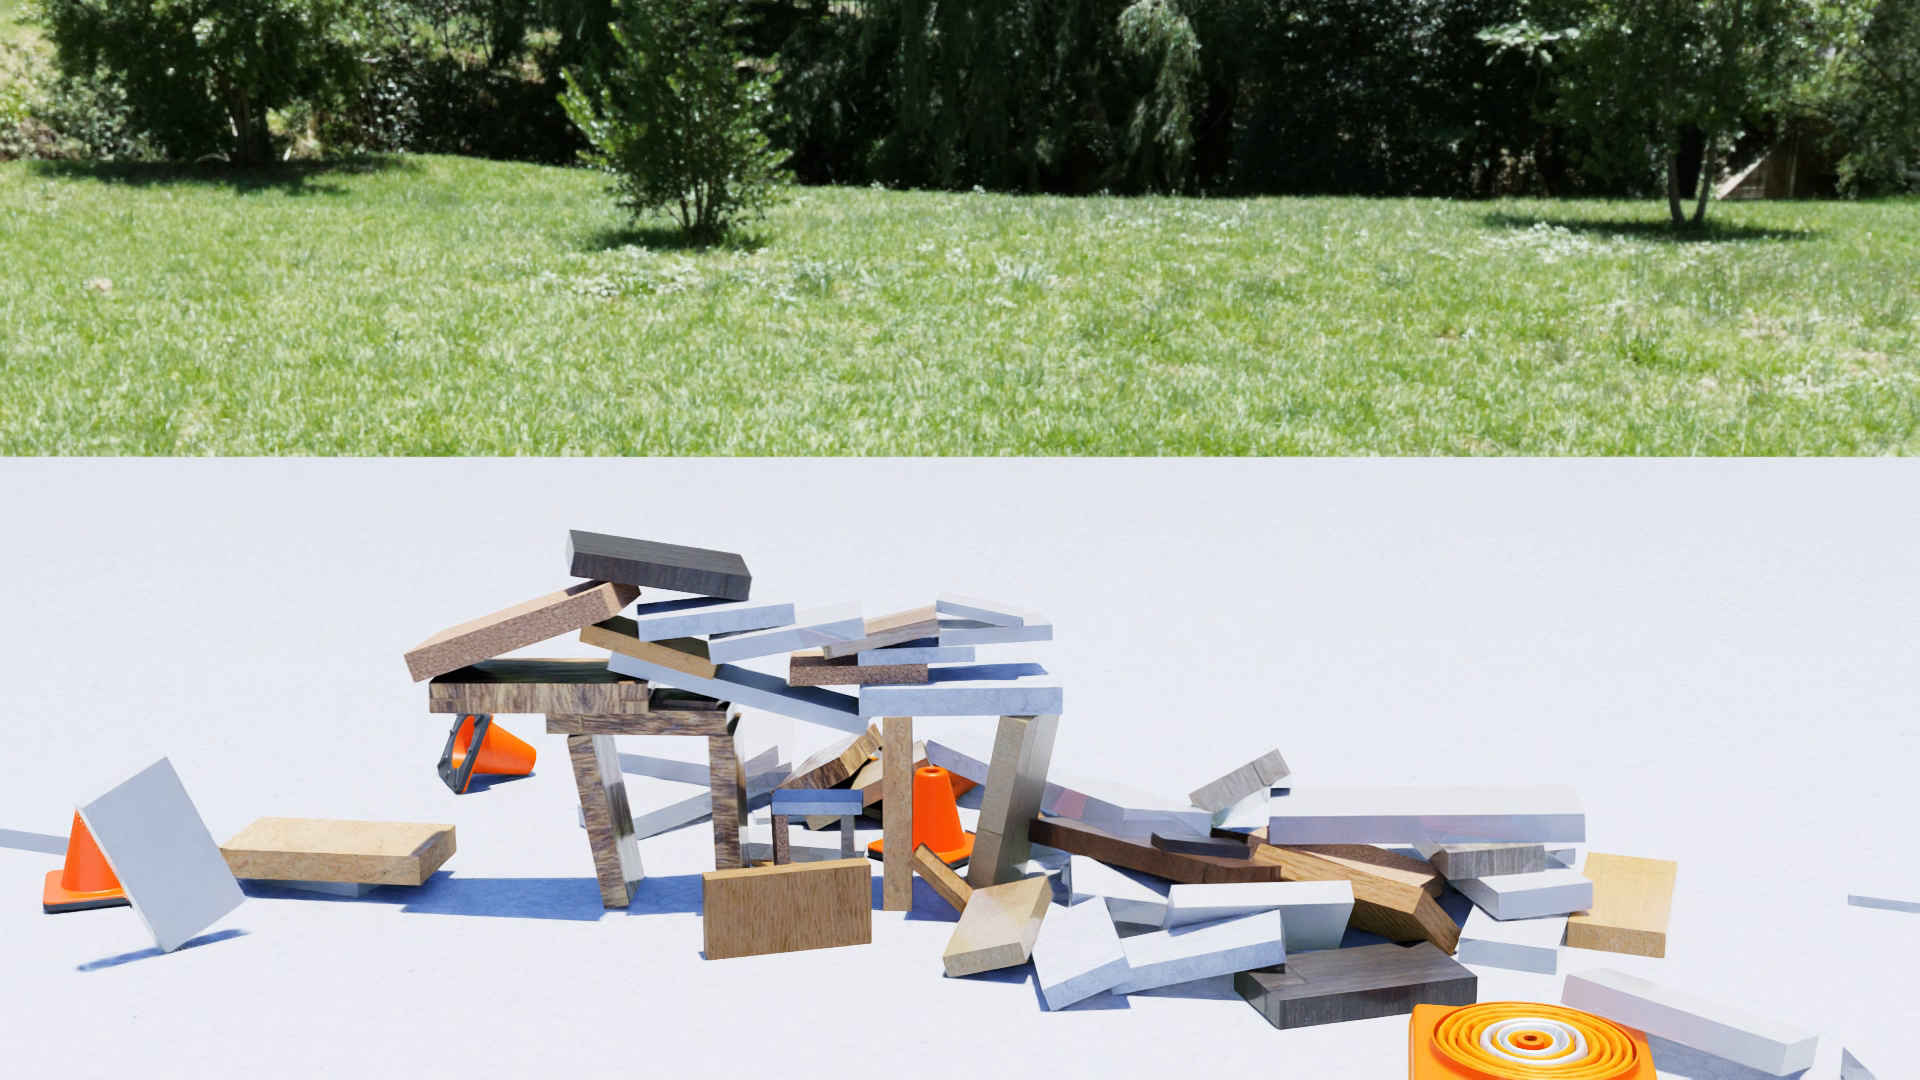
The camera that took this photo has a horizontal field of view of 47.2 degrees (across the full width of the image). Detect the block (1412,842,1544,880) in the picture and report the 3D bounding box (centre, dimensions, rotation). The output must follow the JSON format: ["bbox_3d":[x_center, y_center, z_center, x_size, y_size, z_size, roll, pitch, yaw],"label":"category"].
[{"bbox_3d":[0.835,0.487,3.642,0.157,0.044,0.314,-4,9,-5],"label":"block"}]

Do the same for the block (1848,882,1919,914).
[{"bbox_3d":[1.531,0.590,3.617,0.128,0.018,0.064,4,11,22],"label":"block"}]

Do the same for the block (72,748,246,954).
[{"bbox_3d":[-1.228,0.480,3.383,0.143,0.286,0.041,-35,32,-30],"label":"block"}]

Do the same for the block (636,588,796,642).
[{"bbox_3d":[-0.394,0.119,3.544,0.247,0.035,0.124,-6,11,-8],"label":"block"}]

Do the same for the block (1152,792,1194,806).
[{"bbox_3d":[0.303,0.499,3.898,0.123,0.035,0.246,8,13,37],"label":"block"}]

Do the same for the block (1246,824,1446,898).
[{"bbox_3d":[0.632,0.530,3.604,0.292,0.041,0.146,16,13,30],"label":"block"}]

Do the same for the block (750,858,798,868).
[{"bbox_3d":[-0.337,0.555,3.820,0.048,0.014,0.261,-8,13,-35],"label":"block"}]

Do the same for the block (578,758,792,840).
[{"bbox_3d":[-0.508,0.471,4.101,0.388,0.042,0.148,-17,19,-42],"label":"block"}]

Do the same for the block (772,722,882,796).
[{"bbox_3d":[-0.246,0.427,4.154,0.148,0.042,0.295,-28,2,13],"label":"block"}]

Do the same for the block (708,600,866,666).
[{"bbox_3d":[-0.278,0.148,3.537,0.247,0.035,0.124,-10,12,-2],"label":"block"}]

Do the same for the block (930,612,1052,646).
[{"bbox_3d":[0.049,0.147,3.609,0.189,0.027,0.095,-3,11,-11],"label":"block"}]

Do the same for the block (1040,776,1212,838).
[{"bbox_3d":[0.265,0.454,3.740,0.169,0.048,0.337,7,1,-26],"label":"block"}]

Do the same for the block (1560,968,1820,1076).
[{"bbox_3d":[1.002,0.659,3.023,0.305,0.043,0.153,13,2,37],"label":"block"}]

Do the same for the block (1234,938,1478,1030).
[{"bbox_3d":[0.579,0.650,3.225,0.314,0.044,0.157,-3,11,-17],"label":"block"}]

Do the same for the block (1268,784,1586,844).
[{"bbox_3d":[0.760,0.450,3.609,0.497,0.048,0.169,-2,9,9],"label":"block"}]

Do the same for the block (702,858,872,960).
[{"bbox_3d":[-0.267,0.572,3.413,0.259,0.130,0.037,-3,11,-16],"label":"block"}]

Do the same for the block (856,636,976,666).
[{"bbox_3d":[-0.074,0.178,3.592,0.189,0.027,0.094,-2,11,-5],"label":"block"}]

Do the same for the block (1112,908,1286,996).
[{"bbox_3d":[0.353,0.613,3.276,0.259,0.037,0.130,-13,9,9],"label":"block"}]

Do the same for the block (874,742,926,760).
[{"bbox_3d":[-0.083,0.417,4.283,0.157,0.022,0.078,-1,9,-16],"label":"block"}]

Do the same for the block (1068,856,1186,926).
[{"bbox_3d":[0.312,0.565,3.498,0.274,0.039,0.137,7,17,0],"label":"block"}]

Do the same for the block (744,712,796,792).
[{"bbox_3d":[-0.390,0.427,4.466,0.103,0.029,0.493,-1,11,-3],"label":"block"}]

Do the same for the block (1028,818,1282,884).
[{"bbox_3d":[0.309,0.506,3.555,0.137,0.039,0.418,7,1,-45],"label":"block"}]

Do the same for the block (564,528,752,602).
[{"bbox_3d":[-0.489,0.040,3.561,0.286,0.041,0.143,9,13,-15],"label":"block"}]

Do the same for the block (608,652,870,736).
[{"bbox_3d":[-0.358,0.237,3.592,0.428,0.032,0.112,15,10,-6],"label":"block"}]

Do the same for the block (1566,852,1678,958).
[{"bbox_3d":[1.078,0.588,3.567,0.146,0.041,0.360,4,11,20],"label":"block"}]

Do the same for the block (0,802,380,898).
[{"bbox_3d":[-1.589,0.524,3.927,1.303,0.035,0.123,4,11,20],"label":"block"}]

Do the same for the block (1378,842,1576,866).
[{"bbox_3d":[0.829,0.551,3.798,0.466,0.030,0.107,-3,11,-16],"label":"block"}]

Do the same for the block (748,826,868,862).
[{"bbox_3d":[-0.267,0.535,3.834,0.205,0.029,0.103,4,8,1],"label":"block"}]

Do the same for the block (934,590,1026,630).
[{"bbox_3d":[0.033,0.114,3.581,0.142,0.020,0.071,12,11,3],"label":"block"}]

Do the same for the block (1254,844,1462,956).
[{"bbox_3d":[0.619,0.563,3.451,0.305,0.043,0.153,10,-26,44],"label":"block"}]

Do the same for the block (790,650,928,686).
[{"bbox_3d":[-0.165,0.208,3.600,0.223,0.032,0.112,-1,11,-2],"label":"block"}]

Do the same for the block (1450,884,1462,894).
[{"bbox_3d":[0.890,0.576,3.692,0.128,0.018,0.064,1,11,6],"label":"block"}]

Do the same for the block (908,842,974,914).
[{"bbox_3d":[-0.021,0.554,3.560,0.142,0.020,0.071,43,13,-1],"label":"block"}]

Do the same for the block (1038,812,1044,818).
[{"bbox_3d":[0.102,0.506,4.061,0.078,0.022,0.157,-2,11,-12],"label":"block"}]
